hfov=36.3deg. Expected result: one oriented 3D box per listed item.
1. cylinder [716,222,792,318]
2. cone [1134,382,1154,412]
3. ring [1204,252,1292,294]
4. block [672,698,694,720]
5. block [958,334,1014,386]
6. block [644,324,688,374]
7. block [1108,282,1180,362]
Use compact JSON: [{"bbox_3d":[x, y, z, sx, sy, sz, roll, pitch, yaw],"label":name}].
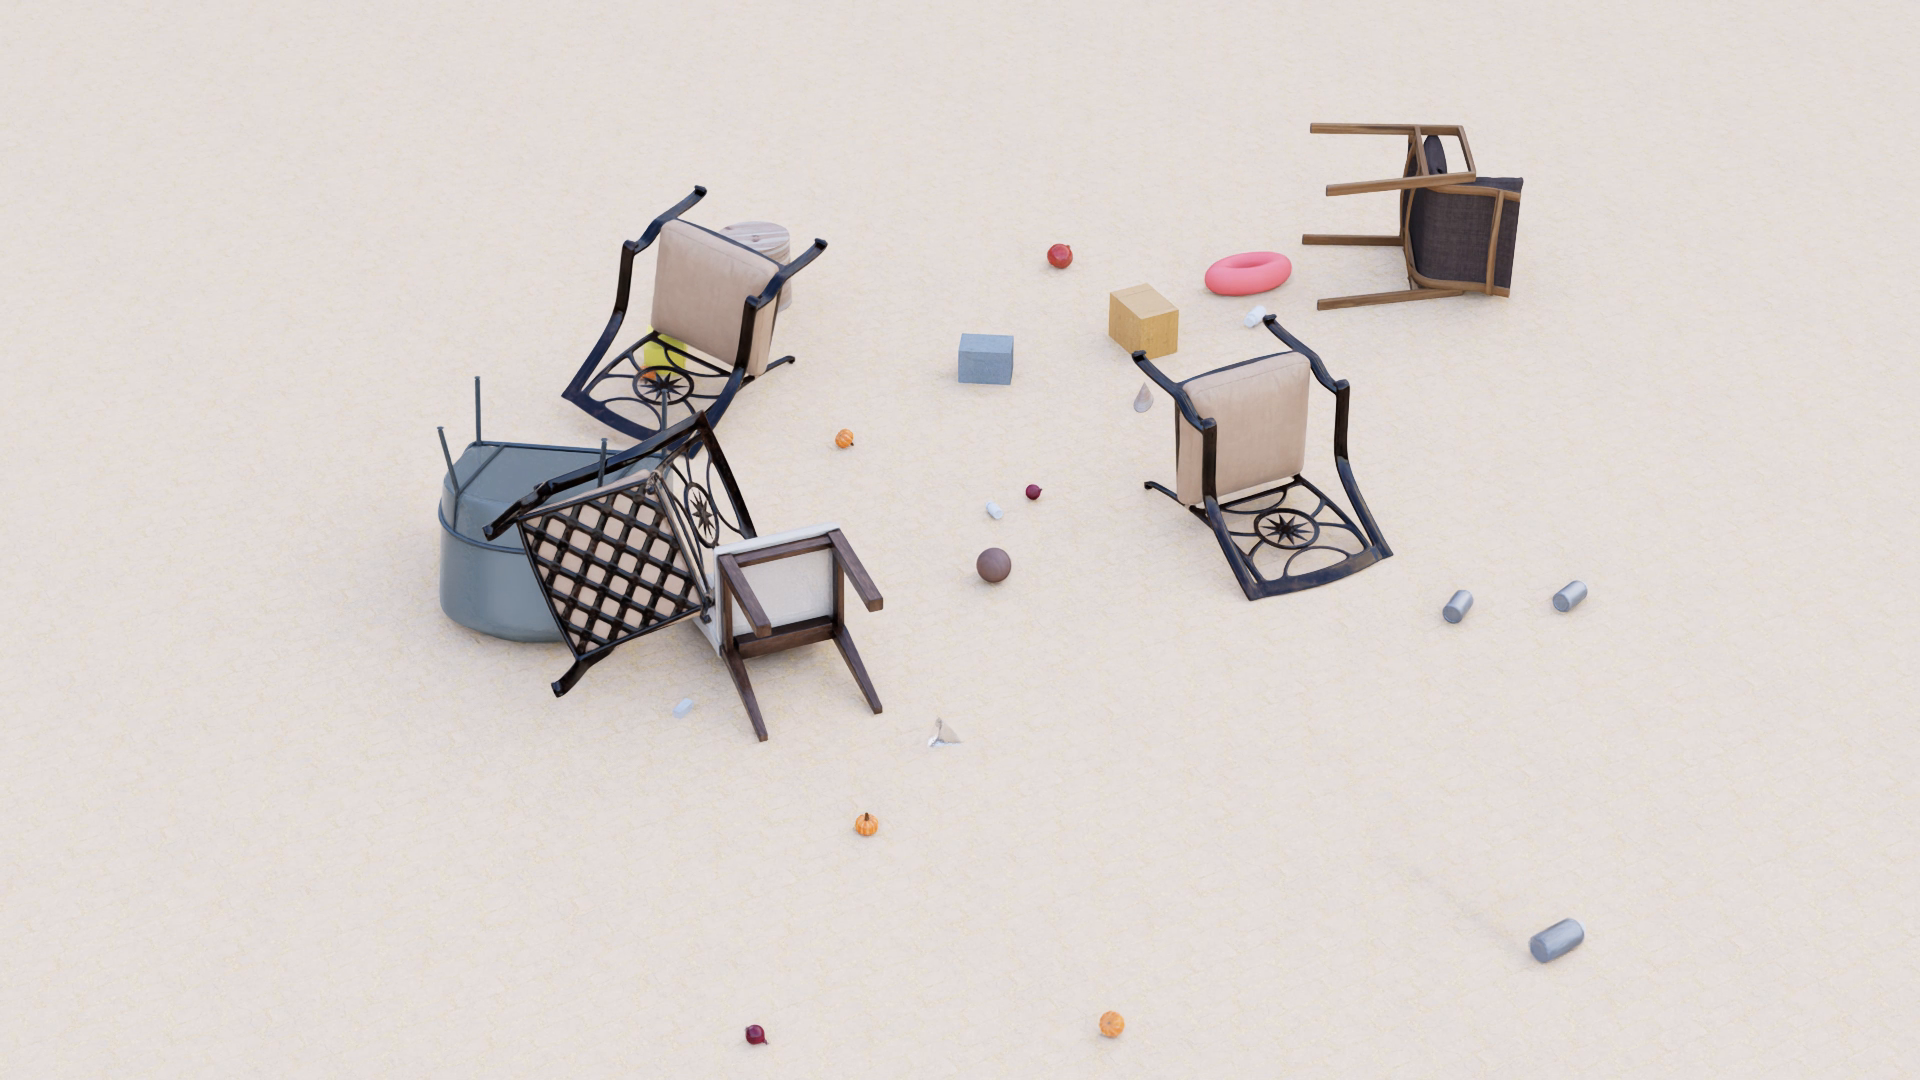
[{"bbox_3d":[-0.872,-1.145,12.398,0.314,0.312,0.273,-5,34,-7],"label":"cylinder"},{"bbox_3d":[0.738,-0.594,11.757,0.076,0.098,0.169,7,34,11],"label":"cone"},{"bbox_3d":[1.236,-1.143,12.568,0.400,0.123,0.211,-12,33,-16],"label":"ring"},{"bbox_3d":[-0.948,0.578,10.041,0.033,0.028,0.078,17,37,24],"label":"block"},{"bbox_3d":[0.106,-0.736,11.926,0.213,0.149,0.146,3,34,5],"label":"block"},{"bbox_3d":[-1.206,-0.780,12.018,0.157,0.121,0.202,0,33,-1],"label":"block"},{"bbox_3d":[0.759,-0.900,12.126,0.179,0.202,0.258,-16,37,-23],"label":"block"}]
